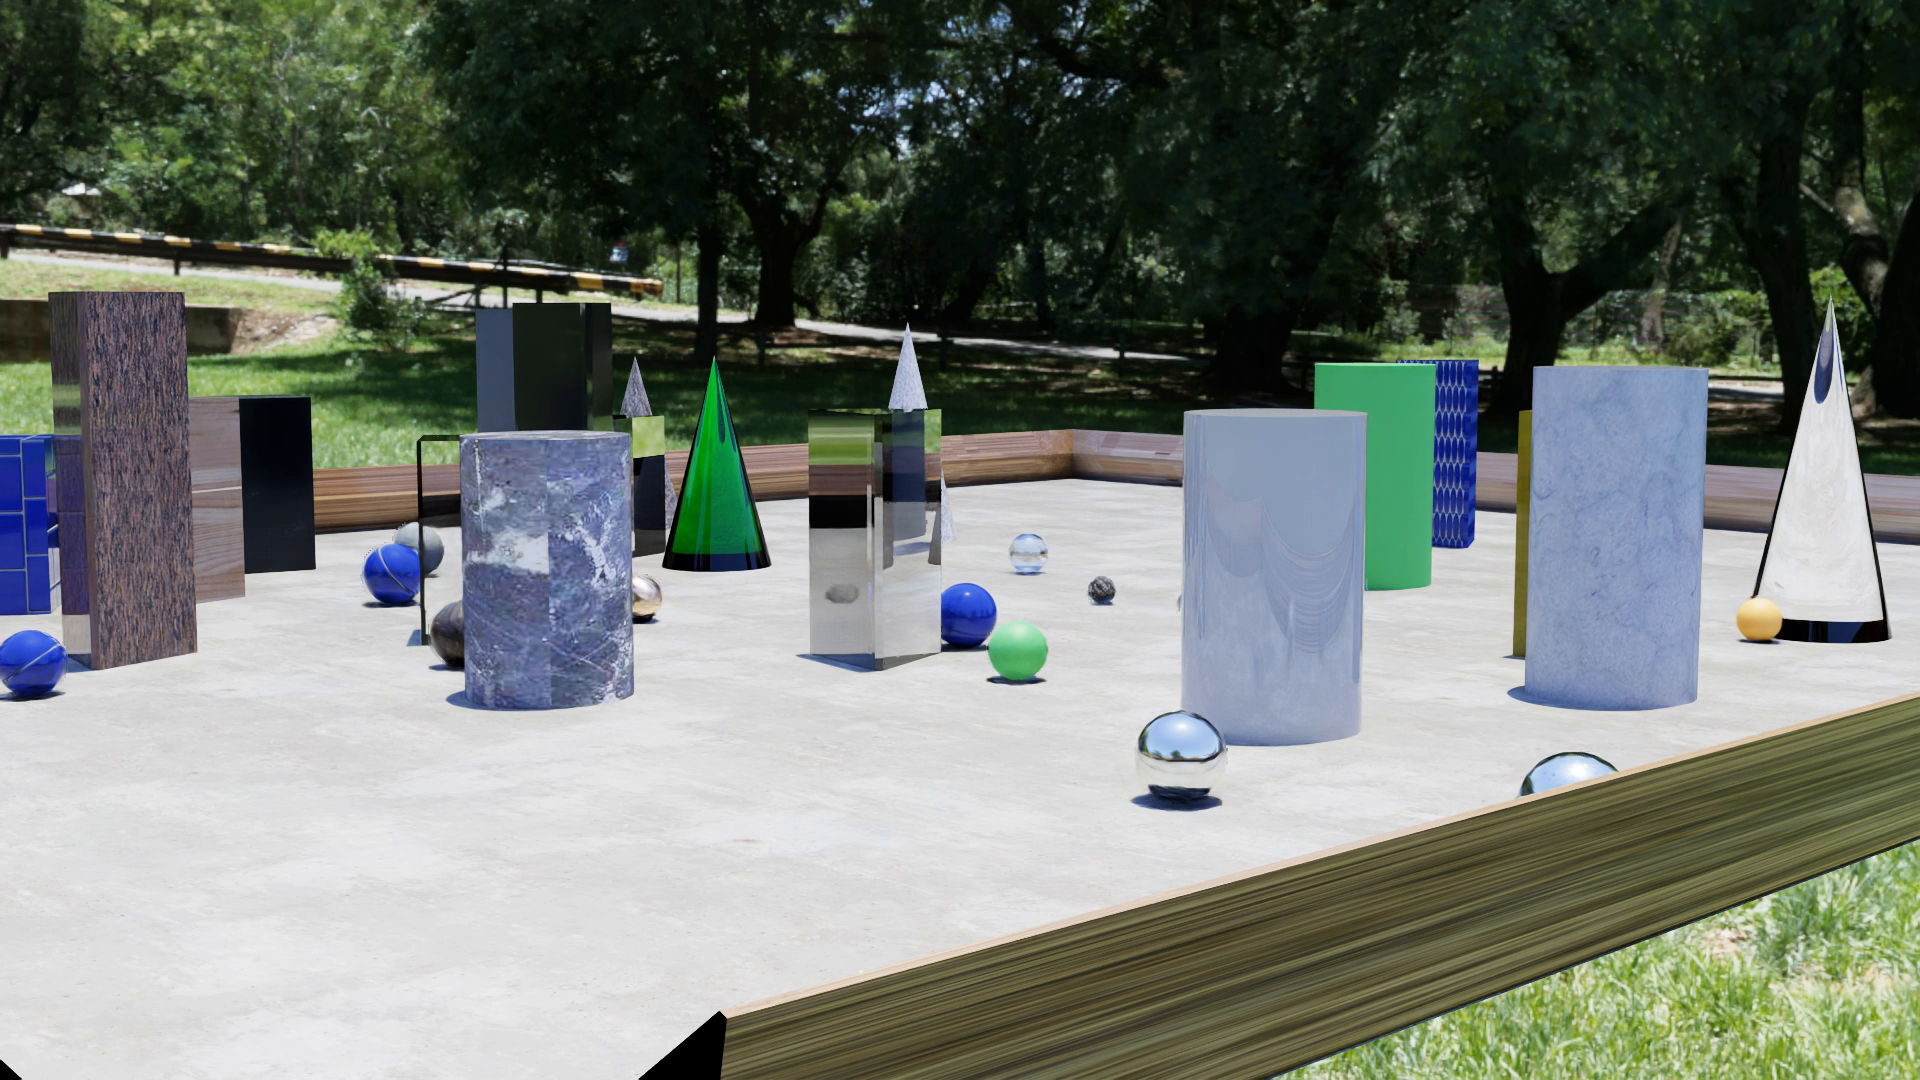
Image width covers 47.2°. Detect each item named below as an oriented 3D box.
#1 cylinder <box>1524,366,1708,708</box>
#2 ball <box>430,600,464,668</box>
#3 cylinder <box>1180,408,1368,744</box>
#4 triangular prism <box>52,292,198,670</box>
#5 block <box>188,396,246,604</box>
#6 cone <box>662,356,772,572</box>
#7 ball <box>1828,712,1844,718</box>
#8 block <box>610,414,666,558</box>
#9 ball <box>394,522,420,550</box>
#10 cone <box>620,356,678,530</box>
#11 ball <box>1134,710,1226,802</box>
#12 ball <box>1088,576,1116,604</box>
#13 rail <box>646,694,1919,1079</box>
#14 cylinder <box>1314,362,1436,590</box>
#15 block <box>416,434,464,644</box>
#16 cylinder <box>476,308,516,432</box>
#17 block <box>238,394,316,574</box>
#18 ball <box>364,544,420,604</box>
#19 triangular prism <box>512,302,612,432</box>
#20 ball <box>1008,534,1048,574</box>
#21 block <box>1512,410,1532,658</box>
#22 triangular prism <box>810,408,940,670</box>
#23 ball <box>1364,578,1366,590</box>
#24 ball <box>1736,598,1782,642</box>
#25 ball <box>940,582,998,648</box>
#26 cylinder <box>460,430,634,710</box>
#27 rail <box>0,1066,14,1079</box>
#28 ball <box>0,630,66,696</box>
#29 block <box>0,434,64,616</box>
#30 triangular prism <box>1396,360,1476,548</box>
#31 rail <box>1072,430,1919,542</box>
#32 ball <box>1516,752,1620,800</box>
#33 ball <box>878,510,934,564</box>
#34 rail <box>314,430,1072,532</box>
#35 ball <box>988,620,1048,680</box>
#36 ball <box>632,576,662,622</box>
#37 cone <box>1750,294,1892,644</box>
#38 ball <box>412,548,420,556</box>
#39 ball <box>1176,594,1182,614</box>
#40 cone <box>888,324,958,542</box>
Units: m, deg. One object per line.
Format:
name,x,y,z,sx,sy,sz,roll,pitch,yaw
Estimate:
cylinder,0.754,-0.009,2.532,0.193,0.377,0.193,0,6,0
ball,-0.618,0.117,2.741,0.083,0.083,0.083,0,6,0
cylinder,0.332,0.033,2.335,0.193,0.335,0.193,0,6,0
triangular prism,-1.053,-0.082,2.800,0.144,0.466,0.167,-4,7,-33
block,-1.213,-0.063,3.366,0.154,0.310,0.154,3,7,29
cone,-0.423,-0.138,3.810,0.193,0.366,0.193,0,6,0
ball,0.792,0.197,1.951,0.089,0.089,0.089,0,6,0
block,-0.643,-0.098,3.985,0.154,0.251,0.154,3,7,28
ball,-0.916,0.012,3.727,0.086,0.086,0.086,0,6,0
cone,-0.662,-0.202,4.494,0.193,0.350,0.193,0,6,0
ball,0.199,0.196,1.992,0.083,0.083,0.083,0,6,0
ball,0.215,0.076,3.329,0.042,0.042,0.042,0,6,0
rail,1.101,0.157,2.146,3.853,0.125,0.045,-6,8,-42
cylinder,0.671,-0.107,3.572,0.193,0.355,0.193,0,6,0
block,-0.653,-0.004,2.997,0.154,0.271,0.154,-1,6,-10
cylinder,-0.816,-0.215,4.170,0.193,0.444,0.193,0,6,0
block,-1.210,-0.098,3.773,0.154,0.295,0.154,-4,7,-33
ball,-0.855,0.051,3.324,0.091,0.091,0.091,0,6,0
triangular prism,-0.630,-0.168,3.672,0.167,0.455,0.144,4,7,32
ball,0.116,0.022,3.716,0.067,0.067,0.067,0,6,0
block,0.820,-0.008,2.819,0.154,0.315,0.154,6,8,43
triangular prism,-0.086,-0.007,2.804,0.144,0.317,0.167,-4,7,-34
ball,0.566,0.066,3.270,0.074,0.074,0.074,0,6,0
ball,1.073,0.107,2.951,0.059,0.059,0.059,0,6,0
ball,0.007,0.099,2.895,0.086,0.086,0.086,0,6,0
cylinder,-0.475,0.029,2.533,0.193,0.301,0.193,0,6,0
rail,-1.399,0.167,2.049,0.045,0.125,3.294,-6,8,-42
ball,-1.072,0.142,2.538,0.076,0.076,0.076,0,6,0
block,-1.425,-0.024,3.262,0.154,0.255,0.154,-2,6,-14
triangular prism,0.939,-0.169,4.191,0.144,0.348,0.167,-6,8,-42
rail,1.399,-0.102,4.615,0.045,0.125,3.294,-6,8,-42
ball,0.493,0.215,1.763,0.092,0.092,0.092,0,6,0
ball,-0.094,-0.005,3.837,0.096,0.096,0.096,0,6,0
rail,-1.101,-0.092,4.518,3.853,0.125,0.045,-6,8,-42
ball,0.070,0.133,2.644,0.072,0.072,0.072,0,6,0
ball,-0.458,0.084,3.140,0.066,0.066,0.066,0,6,0
cone,1.181,-0.103,3.006,0.193,0.465,0.193,0,6,0
ball,-0.913,0.038,3.663,0.048,0.048,0.048,0,6,0
ball,0.334,0.092,3.167,0.043,0.043,0.043,0,6,0
cone,-0.101,-0.211,4.249,0.193,0.420,0.193,0,6,0
